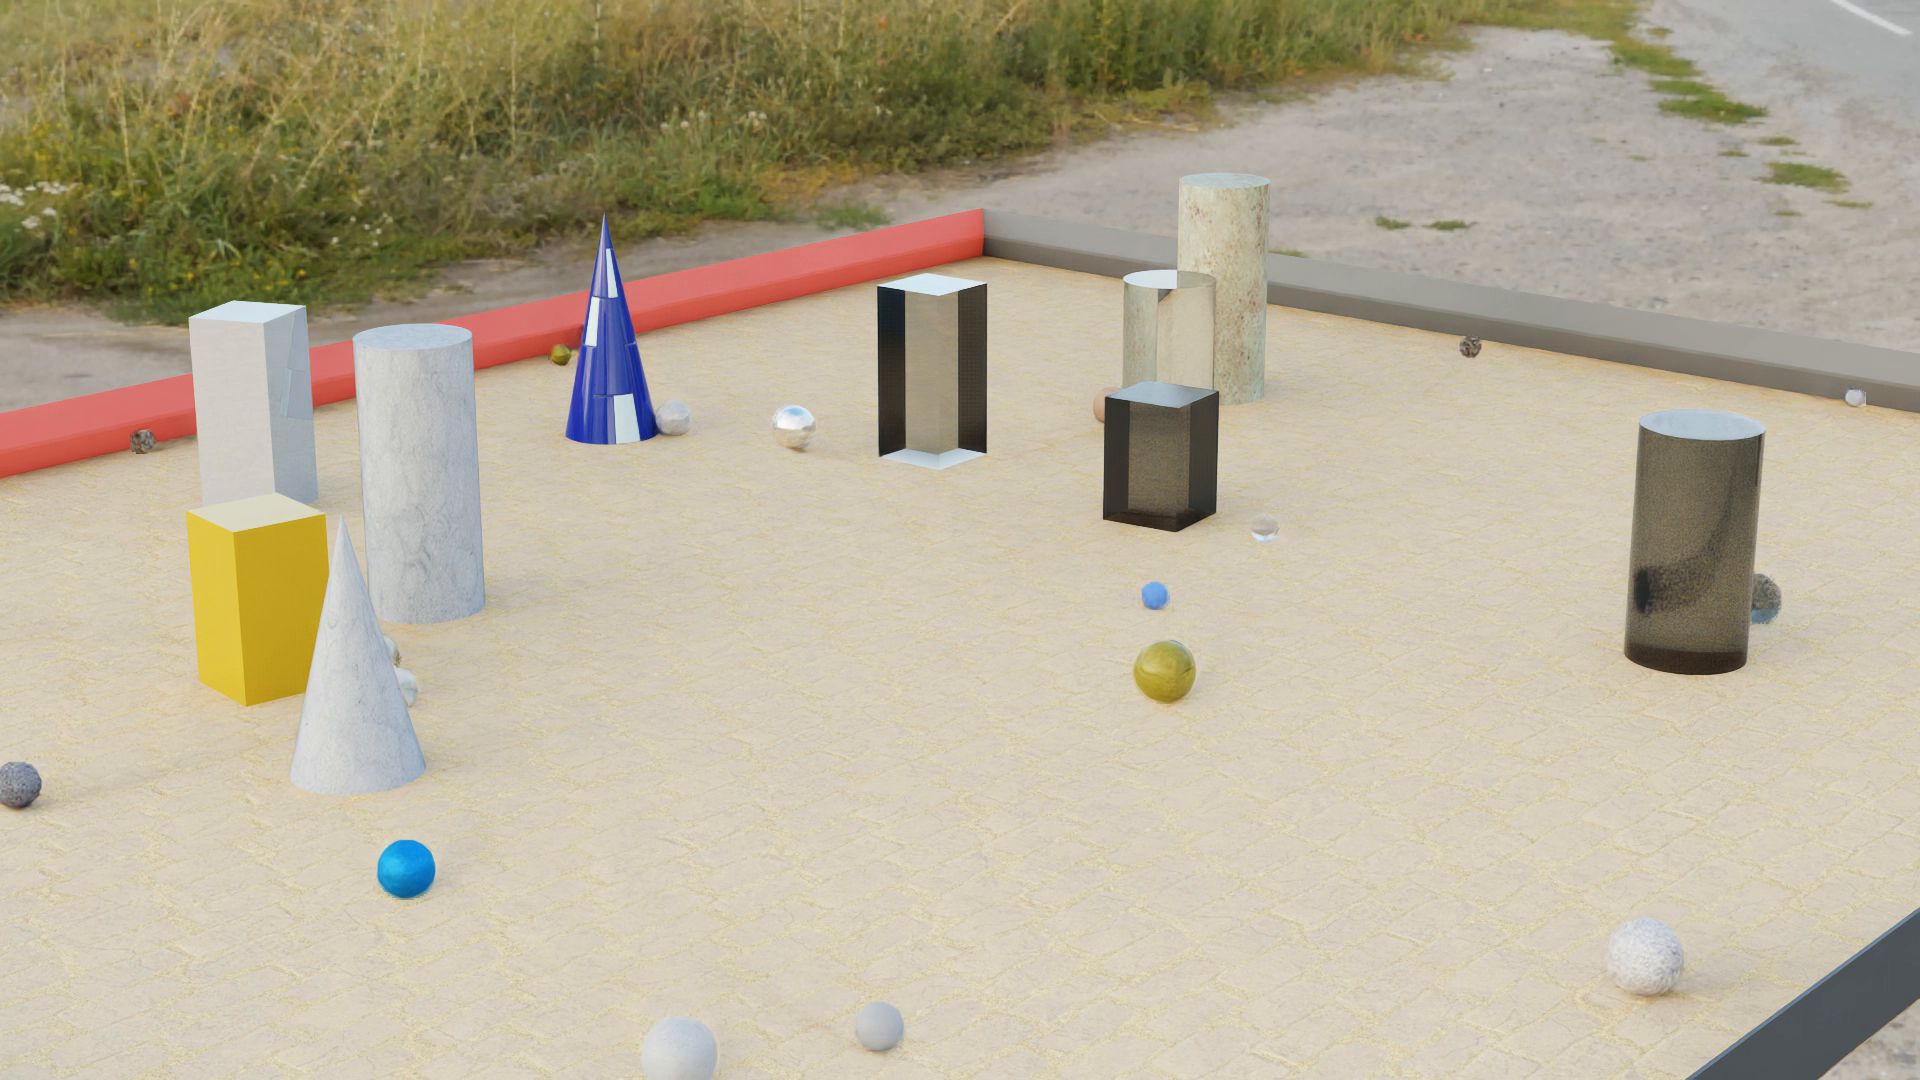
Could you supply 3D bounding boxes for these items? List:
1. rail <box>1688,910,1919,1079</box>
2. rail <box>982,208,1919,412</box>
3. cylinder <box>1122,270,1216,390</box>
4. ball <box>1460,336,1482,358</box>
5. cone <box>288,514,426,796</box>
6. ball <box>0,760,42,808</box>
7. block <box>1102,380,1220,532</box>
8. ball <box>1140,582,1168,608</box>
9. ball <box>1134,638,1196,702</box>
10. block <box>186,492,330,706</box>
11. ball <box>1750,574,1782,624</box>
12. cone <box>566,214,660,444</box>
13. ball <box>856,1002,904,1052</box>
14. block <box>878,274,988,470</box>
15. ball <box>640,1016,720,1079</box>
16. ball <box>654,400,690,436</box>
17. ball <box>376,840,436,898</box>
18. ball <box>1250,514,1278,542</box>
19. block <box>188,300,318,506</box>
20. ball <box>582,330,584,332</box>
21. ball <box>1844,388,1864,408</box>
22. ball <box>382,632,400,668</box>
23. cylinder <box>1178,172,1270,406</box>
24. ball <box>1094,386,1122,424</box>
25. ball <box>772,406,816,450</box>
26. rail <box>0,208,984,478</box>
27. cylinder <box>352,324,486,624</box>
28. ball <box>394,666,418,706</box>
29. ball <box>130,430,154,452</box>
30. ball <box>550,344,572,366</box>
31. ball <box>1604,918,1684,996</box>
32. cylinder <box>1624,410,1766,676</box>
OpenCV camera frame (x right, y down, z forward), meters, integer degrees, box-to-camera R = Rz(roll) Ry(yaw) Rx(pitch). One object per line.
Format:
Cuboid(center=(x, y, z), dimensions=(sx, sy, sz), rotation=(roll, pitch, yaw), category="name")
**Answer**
Cuboid(center=(1.454, 0.396, 3.911), dimensions=(0.045, 0.129, 4.674), rotation=(14, 22, 39), category="rail")
Cuboid(center=(1.517, -0.472, 6.792), dimensions=(3.898, 0.129, 0.045), rotation=(14, 22, 39), category="rail")
Cuboid(center=(0.447, -0.411, 6.295), dimensions=(0.198, 0.302, 0.198), rotation=(0, 17, 0), category="cylinder")
Cuboid(center=(1.195, -0.451, 6.864), dimensions=(0.050, 0.050, 0.050), rotation=(0, 17, 0), category="ball")
Cuboid(center=(-0.889, 0.150, 4.269), dimensions=(0.198, 0.396, 0.198), rotation=(0, 17, 0), category="cone")
Cuboid(center=(-1.345, 0.349, 4.179), dimensions=(0.068, 0.068, 0.068), rotation=(0, 17, 0), category="ball")
Cuboid(center=(0.382, -0.161, 5.570), dimensions=(0.159, 0.241, 0.159), rotation=(11, 20, 32), category="block")
Cuboid(center=(0.335, 0.095, 5.056), dimensions=(0.047, 0.047, 0.047), rotation=(0, 17, 0), category="ball")
Cuboid(center=(0.322, 0.205, 4.602), dimensions=(0.099, 0.099, 0.099), rotation=(0, 17, 0), category="ball")
Cuboid(center=(-1.108, 0.092, 4.653), dimensions=(0.159, 0.285, 0.159), rotation=(-14, 22, -38), category="block")
Cuboid(center=(1.352, 0.099, 4.978), dimensions=(0.085, 0.085, 0.085), rotation=(0, 17, 0), category="ball")
Cuboid(center=(-0.737, -0.454, 6.141), dimensions=(0.198, 0.473, 0.198), rotation=(0, 17, 0), category="cone")
Cuboid(center=(-0.095, 0.573, 3.451), dimensions=(0.058, 0.058, 0.058), rotation=(0, 17, 0), category="ball")
Cuboid(center=(-0.056, -0.345, 5.979), dimensions=(0.159, 0.359, 0.159), rotation=(13, 21, 36), category="block")
Cuboid(center=(-0.320, 0.588, 3.347), dimensions=(0.089, 0.089, 0.089), rotation=(0, 17, 0), category="ball")
Cuboid(center=(-0.606, -0.258, 6.182), dimensions=(0.075, 0.075, 0.075), rotation=(0, 17, 0), category="ball")
Cuboid(center=(-0.732, 0.435, 3.878), dimensions=(0.077, 0.077, 0.077), rotation=(0, 17, 0), category="ball")
Cuboid(center=(0.565, -0.021, 5.434), dimensions=(0.052, 0.052, 0.052), rotation=(0, 17, 0), category="ball")
Cuboid(center=(-1.351, -0.249, 5.617), dimensions=(0.159, 0.384, 0.159), rotation=(5, 18, 17), category="block")
Cuboid(center=(-0.852, -0.483, 6.918), dimensions=(0.080, 0.080, 0.080), rotation=(0, 17, 0), category="ball")
Cuboid(center=(1.958, -0.311, 6.415), dimensions=(0.041, 0.041, 0.041), rotation=(0, 17, 0), category="ball")
Cuboid(center=(-0.936, 0.189, 4.672), dimensions=(0.089, 0.089, 0.089), rotation=(0, 17, 0), category="ball")
Cuboid(center=(0.577, -0.554, 6.461), dimensions=(0.198, 0.480, 0.198), rotation=(0, 17, 0), category="cylinder")
Cuboid(center=(0.326, -0.286, 6.256), dimensions=(0.084, 0.084, 0.084), rotation=(0, 17, 0), category="ball")
Cuboid(center=(-0.343, -0.234, 6.072), dimensions=(0.091, 0.091, 0.091), rotation=(0, 17, 0), category="ball")
Cuboid(center=(-1.454, -0.332, 6.329), dimensions=(0.045, 0.129, 4.674), rotation=(14, 22, 39), category="rail")
Cuboid(center=(-0.921, -0.114, 5.005), dimensions=(0.198, 0.478, 0.198), rotation=(0, 17, 0), category="cylinder")
Cuboid(center=(-0.878, 0.231, 4.571), dimensions=(0.067, 0.067, 0.067), rotation=(0, 17, 0), category="ball")
Cuboid(center=(-1.685, -0.204, 6.047), dimensions=(0.048, 0.048, 0.048), rotation=(0, 17, 0), category="ball")
Cuboid(center=(-0.925, -0.428, 6.792), dimensions=(0.048, 0.048, 0.048), rotation=(0, 17, 0), category="ball")
Cuboid(center=(0.838, 0.510, 3.595), dimensions=(0.095, 0.095, 0.095), rotation=(0, 17, 0), category="ball")
Cuboid(center=(1.193, 0.002, 4.768), dimensions=(0.198, 0.392, 0.198), rotation=(0, 17, 0), category="cylinder")
